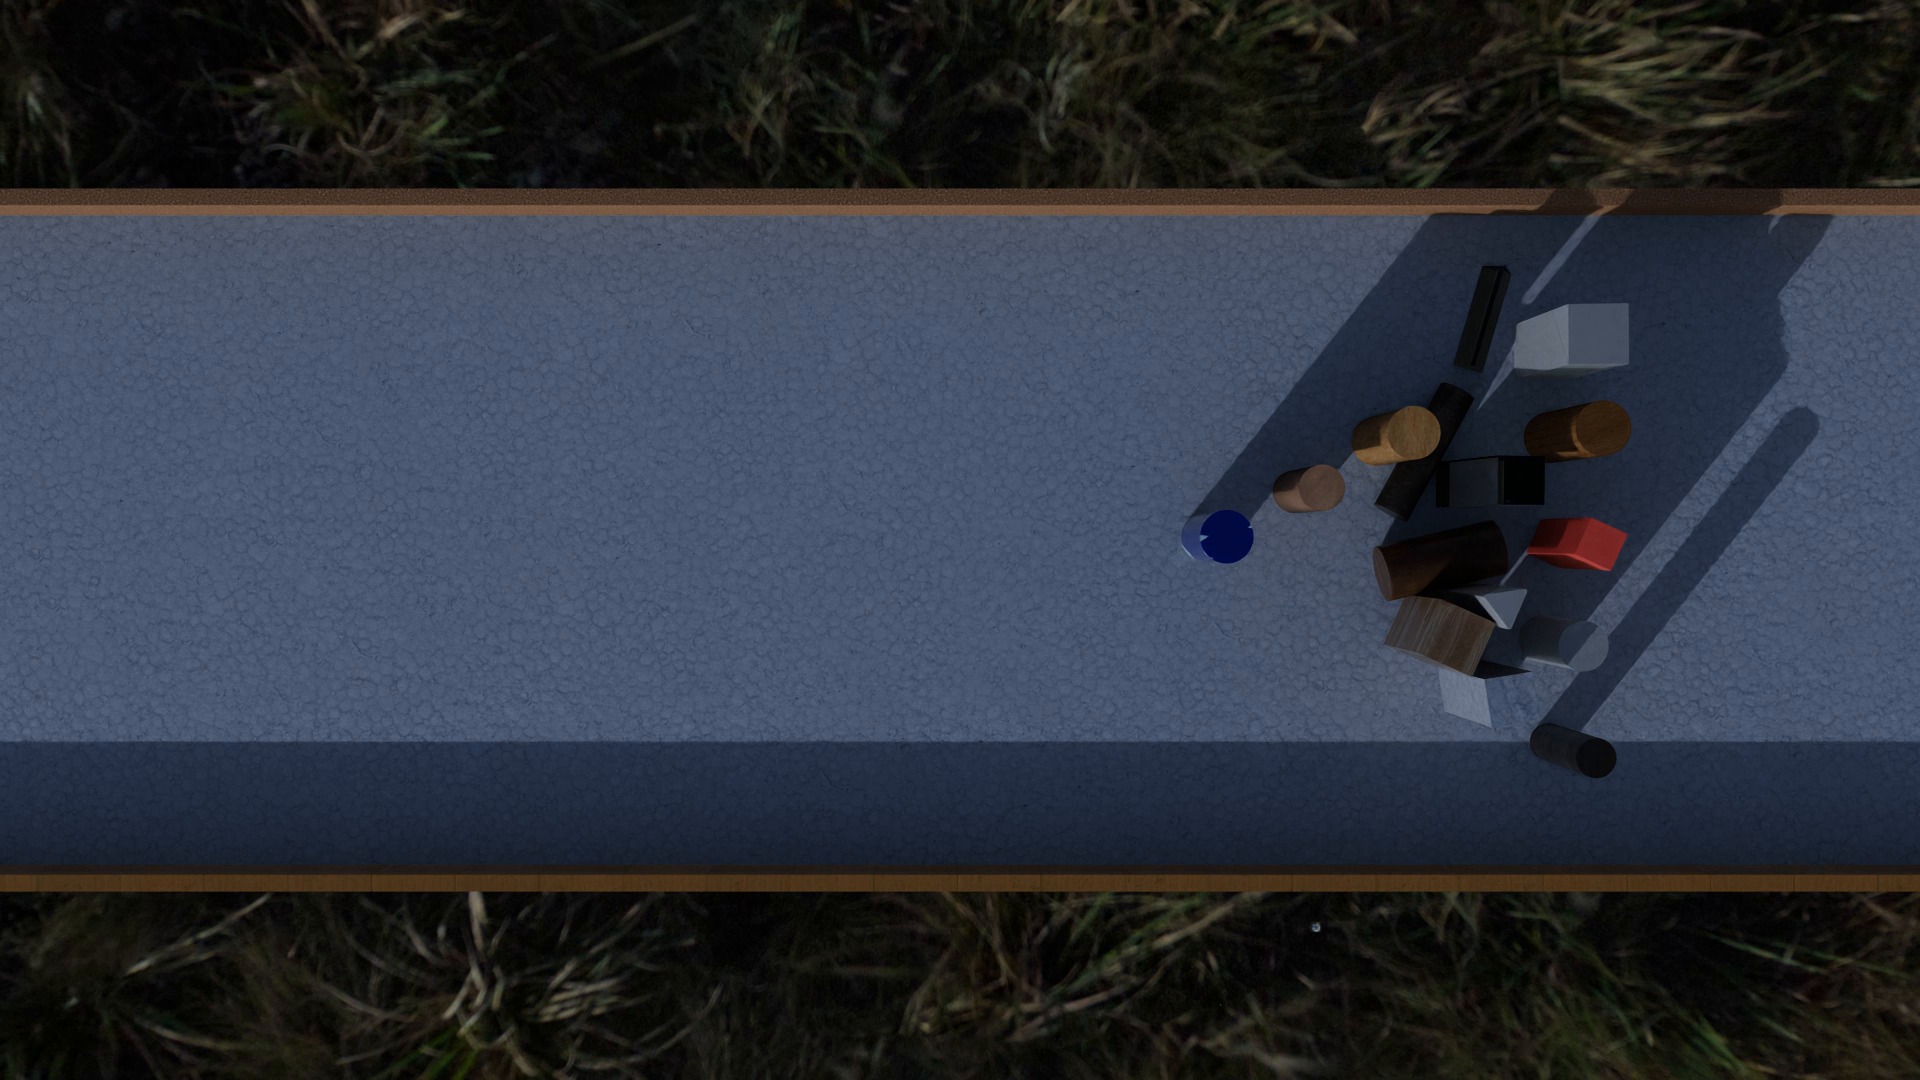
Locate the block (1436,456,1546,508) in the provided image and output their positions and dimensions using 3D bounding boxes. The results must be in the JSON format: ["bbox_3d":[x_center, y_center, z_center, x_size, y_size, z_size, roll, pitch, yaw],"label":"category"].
[{"bbox_3d":[1.553,-0.169,4.851,0.138,0.439,0.138,1,90,-6],"label":"block"}]

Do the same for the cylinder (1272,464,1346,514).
[{"bbox_3d":[1.028,-0.148,4.879,0.132,0.394,0.132,0,90,0],"label":"cylinder"}]

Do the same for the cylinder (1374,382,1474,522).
[{"bbox_3d":[1.413,-0.267,5.021,0.111,0.111,0.422,29,90,0],"label":"cylinder"}]

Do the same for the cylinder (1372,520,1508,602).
[{"bbox_3d":[1.452,0.063,4.991,0.358,0.170,0.170,-13,90,0],"label":"cylinder"}]

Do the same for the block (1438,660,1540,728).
[{"bbox_3d":[1.550,0.448,4.852,0.138,0.448,0.138,-9,90,0],"label":"block"}]

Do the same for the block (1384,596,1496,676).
[{"bbox_3d":[1.414,0.279,4.883,0.168,0.387,0.168,24,90,0],"label":"block"}]

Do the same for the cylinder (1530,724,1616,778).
[{"bbox_3d":[1.811,0.621,4.885,0.115,0.383,0.115,0,90,0],"label":"cylinder"}]

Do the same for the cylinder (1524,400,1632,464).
[{"bbox_3d":[1.814,-0.315,4.862,0.157,0.429,0.157,0,90,0],"label":"cylinder"}]

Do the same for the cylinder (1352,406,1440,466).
[{"bbox_3d":[1.281,-0.304,4.867,0.152,0.419,0.152,0,90,0],"label":"cylinder"}]

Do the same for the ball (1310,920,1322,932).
[{"bbox_3d":[5.964,6.491,27.686,0.197,0.197,0.197,0,90,0],"label":"ball"}]

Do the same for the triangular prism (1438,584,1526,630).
[{"bbox_3d":[1.545,0.168,4.847,0.104,0.458,0.120,-37,91,0],"label":"triangular prism"}]

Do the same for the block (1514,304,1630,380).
[{"bbox_3d":[1.791,-0.578,4.851,0.170,0.451,0.170,-1,90,0],"label":"block"}]

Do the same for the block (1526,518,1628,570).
[{"bbox_3d":[1.818,0.011,4.877,0.114,0.400,0.114,24,90,0],"label":"block"}]

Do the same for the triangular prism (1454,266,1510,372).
[{"bbox_3d":[1.606,-0.678,5.035,0.092,0.079,0.315,17,90,0],"label":"triangular prism"}]

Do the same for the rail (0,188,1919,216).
[{"bbox_3d":[-2.247,-1.025,5.002,12.000,0.150,0.050,0,90,0],"label":"rail"}]

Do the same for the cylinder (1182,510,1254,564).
[{"bbox_3d":[0.756,-0.009,4.875,0.152,0.403,0.152,0,90,0],"label":"cylinder"}]

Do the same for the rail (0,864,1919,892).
[{"bbox_3d":[-2.247,1.025,5.001,12.000,0.150,0.050,0,90,0],"label":"rail"}]

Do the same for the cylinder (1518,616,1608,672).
[{"bbox_3d":[1.791,0.305,4.907,0.145,0.338,0.145,0,90,0],"label":"cylinder"}]
